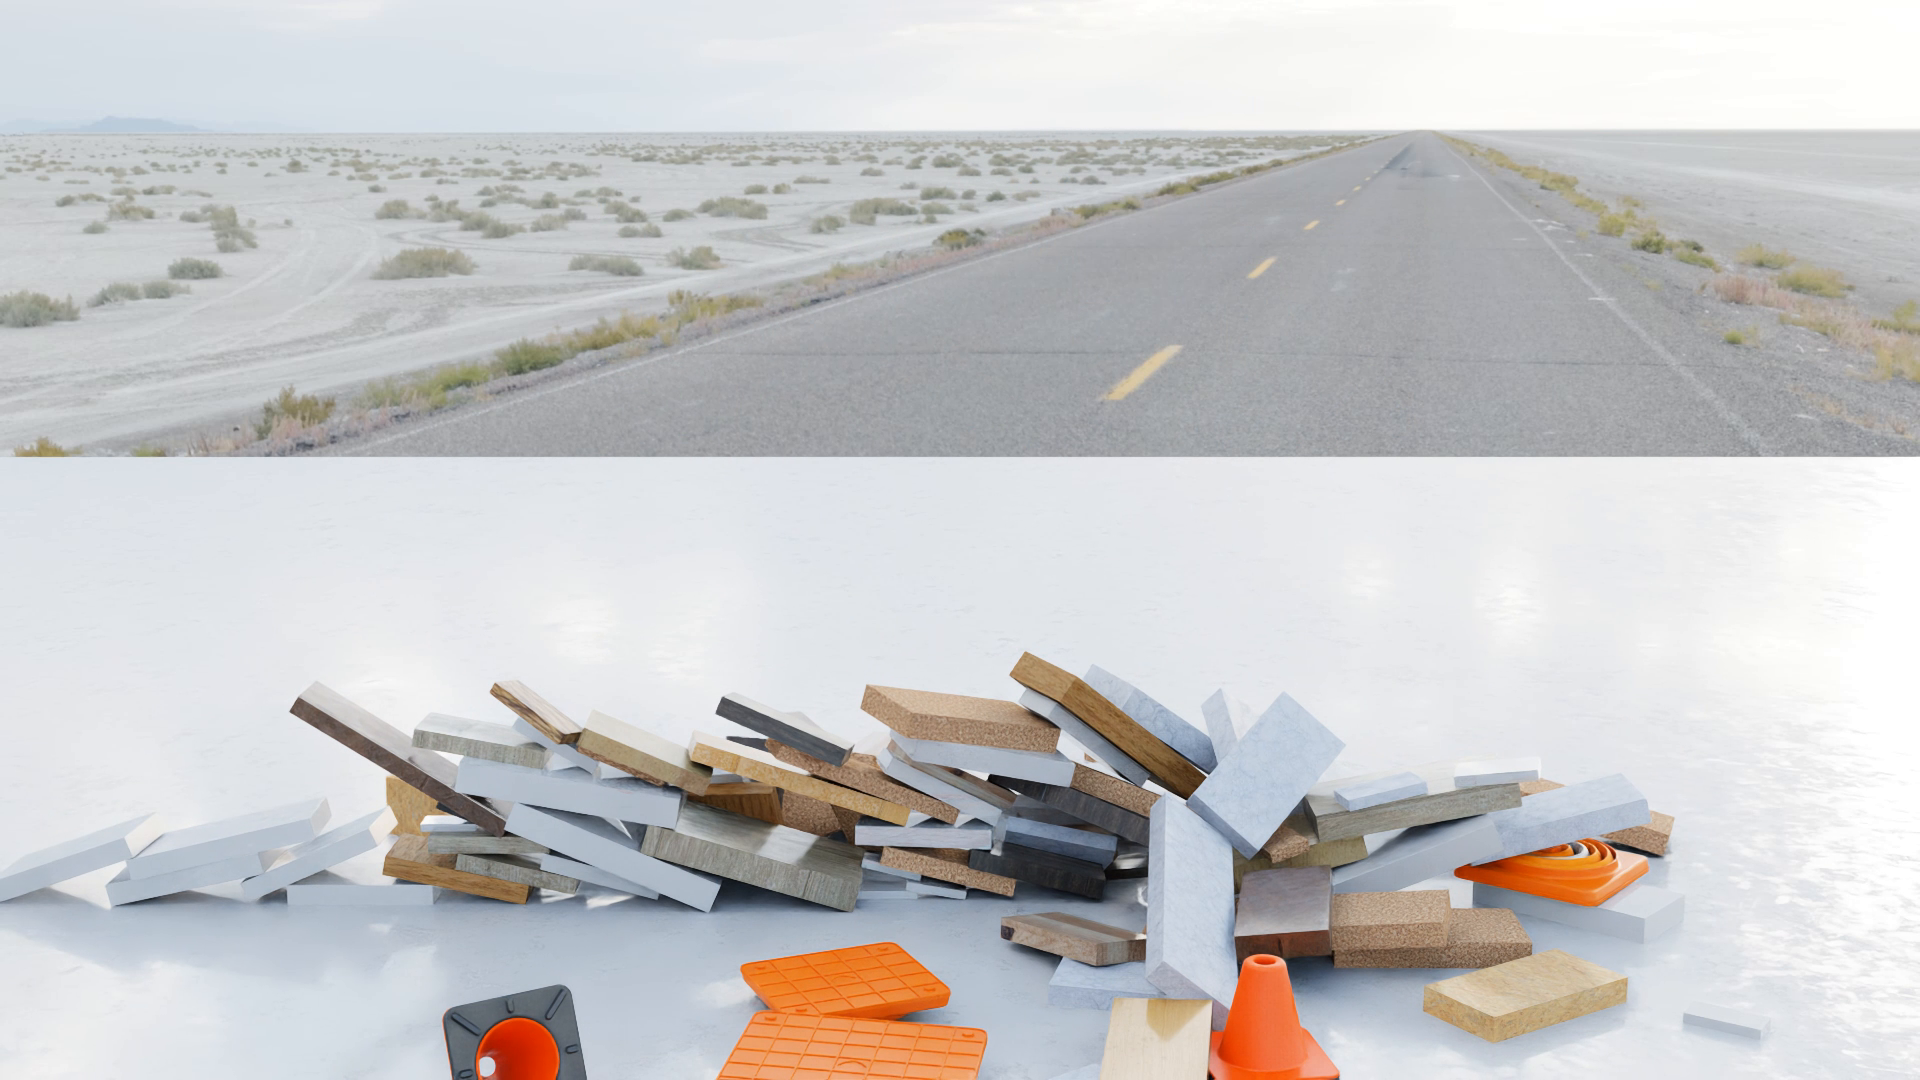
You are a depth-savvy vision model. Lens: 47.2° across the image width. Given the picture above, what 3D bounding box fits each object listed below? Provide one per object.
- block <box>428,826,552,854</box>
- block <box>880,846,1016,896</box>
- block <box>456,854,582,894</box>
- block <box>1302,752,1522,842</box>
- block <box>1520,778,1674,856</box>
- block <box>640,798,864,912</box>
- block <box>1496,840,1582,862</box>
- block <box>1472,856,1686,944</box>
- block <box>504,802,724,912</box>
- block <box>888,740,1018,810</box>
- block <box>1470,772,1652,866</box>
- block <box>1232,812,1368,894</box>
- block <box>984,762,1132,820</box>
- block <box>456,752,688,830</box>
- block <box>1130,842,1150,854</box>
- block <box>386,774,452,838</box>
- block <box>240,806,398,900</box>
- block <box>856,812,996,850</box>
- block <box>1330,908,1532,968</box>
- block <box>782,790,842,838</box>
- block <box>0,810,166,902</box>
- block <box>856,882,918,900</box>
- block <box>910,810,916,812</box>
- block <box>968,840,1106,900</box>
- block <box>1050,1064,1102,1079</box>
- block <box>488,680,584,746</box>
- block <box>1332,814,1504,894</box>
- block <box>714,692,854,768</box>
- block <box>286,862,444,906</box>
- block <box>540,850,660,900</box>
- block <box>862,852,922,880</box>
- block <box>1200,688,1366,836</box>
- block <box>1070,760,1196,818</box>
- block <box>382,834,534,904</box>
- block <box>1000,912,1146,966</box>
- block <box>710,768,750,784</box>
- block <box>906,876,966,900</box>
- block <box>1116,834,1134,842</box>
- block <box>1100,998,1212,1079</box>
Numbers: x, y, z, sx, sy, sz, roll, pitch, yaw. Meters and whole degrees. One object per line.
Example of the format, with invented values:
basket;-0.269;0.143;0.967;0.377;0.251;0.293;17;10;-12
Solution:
block;-0.773;0.491;3.648;0.198;0.028;0.099;0;10;0
block;-0.018;0.541;3.679;0.225;0.032;0.113;14;5;0
block;-0.728;0.540;3.657;0.198;0.028;0.099;13;10;-2
block;0.736;0.420;3.608;0.328;0.047;0.164;-10;10;2
block;1.131;0.489;3.940;0.275;0.039;0.138;16;12;20
block;-0.340;0.516;3.652;0.357;0.051;0.179;16;10;-4
block;0.950;0.529;3.895;0.270;0.038;0.135;1;11;4
block;1.008;0.583;3.588;0.298;0.042;0.149;9;14;41
block;-0.563;0.498;3.647;0.357;0.051;0.179;23;9;-5
block;-0.013;0.388;3.682;0.207;0.029;0.103;27;0;-26
block;0.974;0.462;3.645;0.298;0.042;0.149;-14;9;4
block;0.500;0.523;3.650;0.329;0.047;0.164;-16;10;4
block;0.161;0.449;3.947;0.299;0.042;0.149;-4;11;-7
block;-0.632;0.395;3.625;0.357;0.051;0.179;10;10;-2
block;0.372;0.544;3.865;0.132;0.019;0.066;4;11;22
block;-0.938;0.487;3.929;0.214;0.107;0.030;7;13;32
block;-1.065;0.521;3.659;0.239;0.034;0.119;-23;10;6
block;-0.056;0.484;3.674;0.225;0.032;0.113;1;6;5
block;0.720;0.616;3.411;0.298;0.042;0.149;0;11;1
block;-0.255;0.474;3.907;0.218;0.109;0.031;-20;-14;-36
block;-1.470;0.527;3.661;0.259;0.037;0.130;-19;11;8
block;-0.121;0.584;3.664;0.100;0.014;0.050;0;11;-1
block;-0.104;0.462;4.069;0.118;0.034;0.237;-9;14;-10
block;0.127;0.544;3.667;0.225;0.032;0.113;13;5;-1
block;0.155;0.723;2.911;0.108;0.015;0.054;-8;14;-38
block;-0.693;0.282;3.606;0.151;0.021;0.076;34;10;15
block;0.709;0.516;3.582;0.328;0.047;0.164;-23;9;8
block;-0.285;0.309;3.596;0.221;0.031;0.110;23;1;4
block;-0.986;0.572;3.671;0.238;0.034;0.119;0;11;0
block;-0.589;0.544;3.657;0.198;0.028;0.099;15;10;-3
block;-0.112;0.544;3.664;0.100;0.014;0.050;13;6;1
block;0.576;0.408;3.807;0.355;0.050;0.177;33;25;-25
block;0.296;0.438;3.733;0.278;0.039;0.139;20;-3;11
block;-0.828;0.547;3.666;0.239;0.034;0.119;12;10;-2
block;0.178;0.609;3.367;0.115;0.033;0.230;2;1;-37
block;-0.462;0.439;3.783;0.211;0.105;0.030;-6;33;12
block;-0.040;0.576;3.661;0.100;0.014;0.050;9;10;-3
block;0.320;0.509;3.958;0.093;0.026;0.185;-3;3;-8
block;0.265;0.686;2.944;0.137;0.039;0.274;-1;11;8
